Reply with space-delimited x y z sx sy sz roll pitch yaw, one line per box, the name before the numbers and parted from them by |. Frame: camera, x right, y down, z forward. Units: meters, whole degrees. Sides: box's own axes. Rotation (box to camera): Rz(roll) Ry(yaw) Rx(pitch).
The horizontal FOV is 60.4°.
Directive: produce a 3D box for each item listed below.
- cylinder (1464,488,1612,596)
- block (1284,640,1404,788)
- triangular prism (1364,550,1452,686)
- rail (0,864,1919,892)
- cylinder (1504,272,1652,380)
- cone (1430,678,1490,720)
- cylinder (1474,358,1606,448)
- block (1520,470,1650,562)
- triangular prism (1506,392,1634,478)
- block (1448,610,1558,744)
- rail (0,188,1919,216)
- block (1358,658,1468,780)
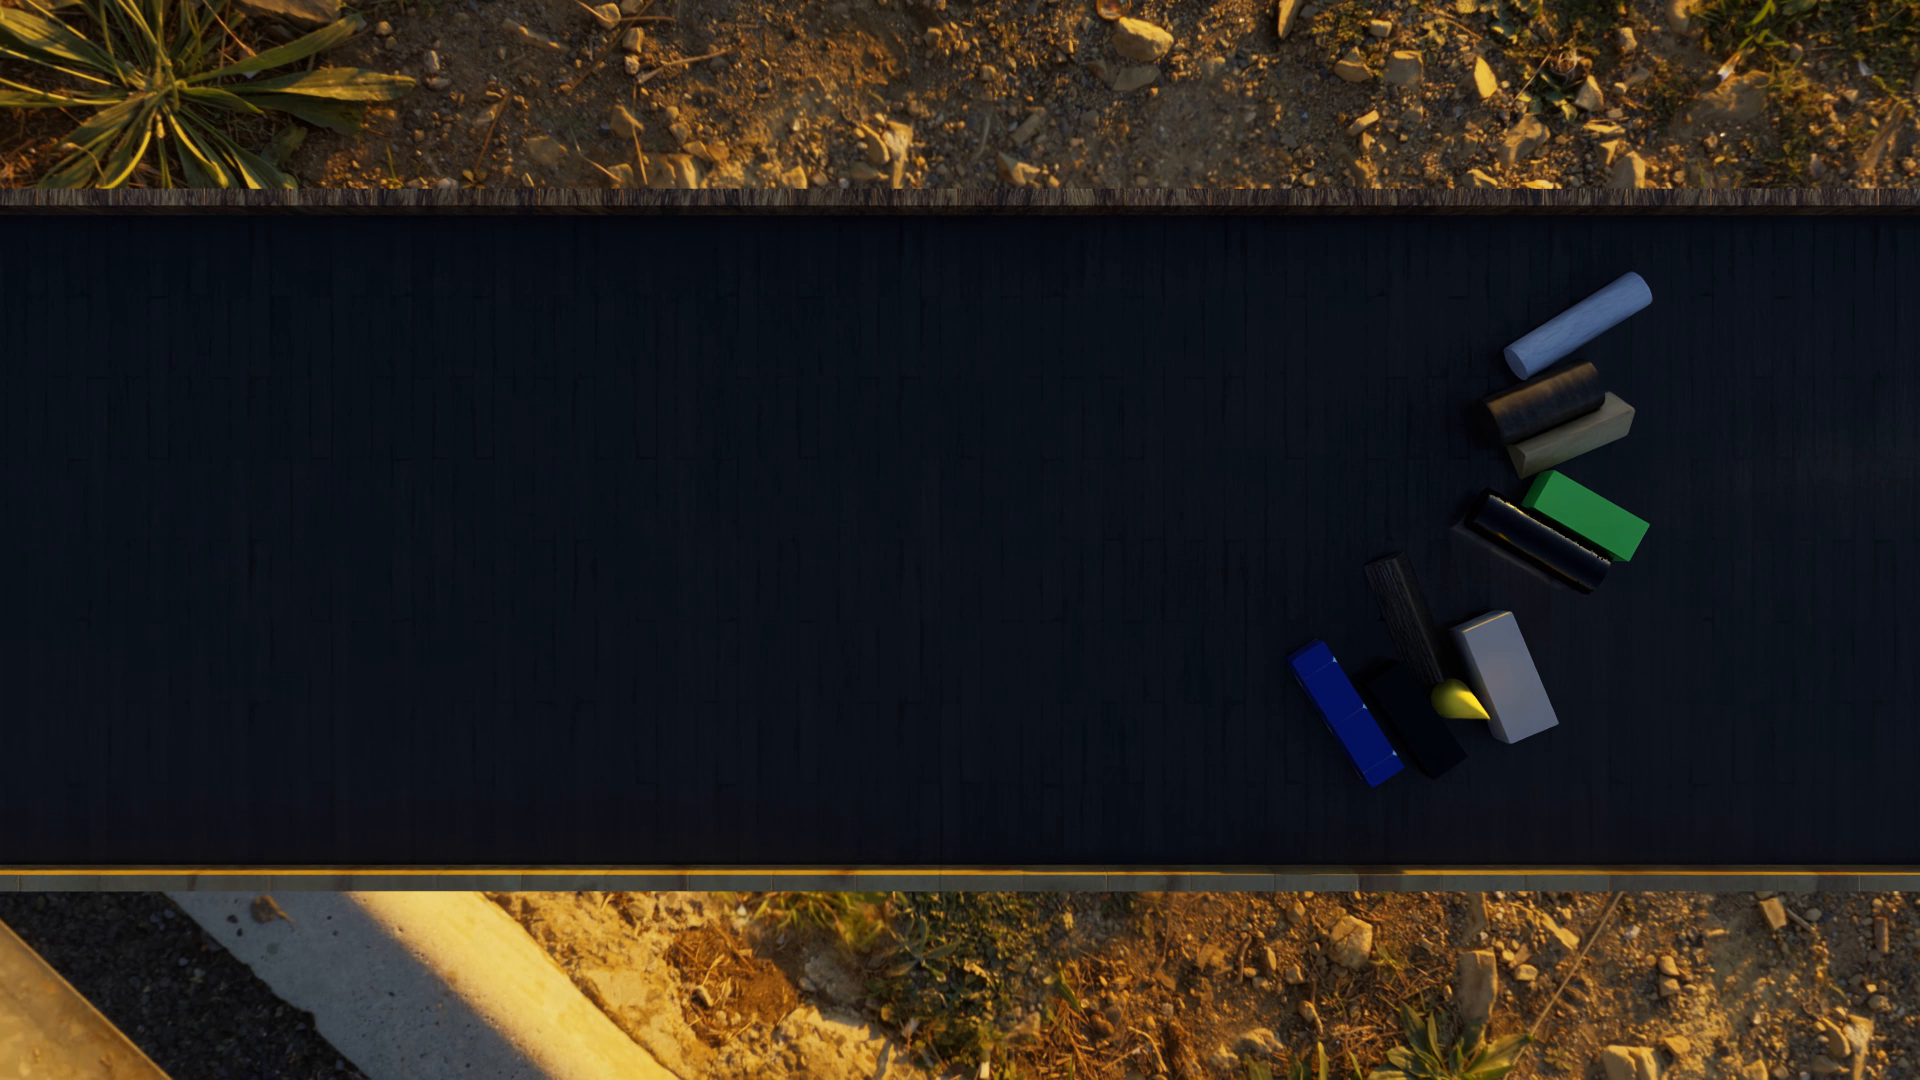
cylinder | 1.750 0.003 5.005 0.418 0.141 0.141 30 90 0
block | 1.168 0.526 5.019 0.116 0.116 0.453 -33 90 0
triangular prism | 1.378 0.242 5.014 0.138 0.119 0.400 -22 90 0
rail | -2.247 1.025 5.001 12.000 0.150 0.050 0 90 0
cylinder | 1.879 -0.651 5.018 0.442 0.118 0.118 -31 90 0
cone | 1.506 0.497 4.868 0.125 0.411 0.125 0 93 1
cylinder | 1.756 -0.415 4.997 0.337 0.160 0.160 -23 90 0
block | 1.895 -0.073 5.012 0.331 0.129 0.129 30 90 0
triangular prism | 1.860 -0.322 5.010 0.356 0.126 0.146 -23 90 0
block | 1.644 0.412 4.998 0.158 0.158 0.362 -23 90 0
rail | -2.247 -1.025 5.002 12.000 0.150 0.050 0 90 0
block | 1.375 0.543 5.015 0.123 0.123 0.348 -35 90 0
